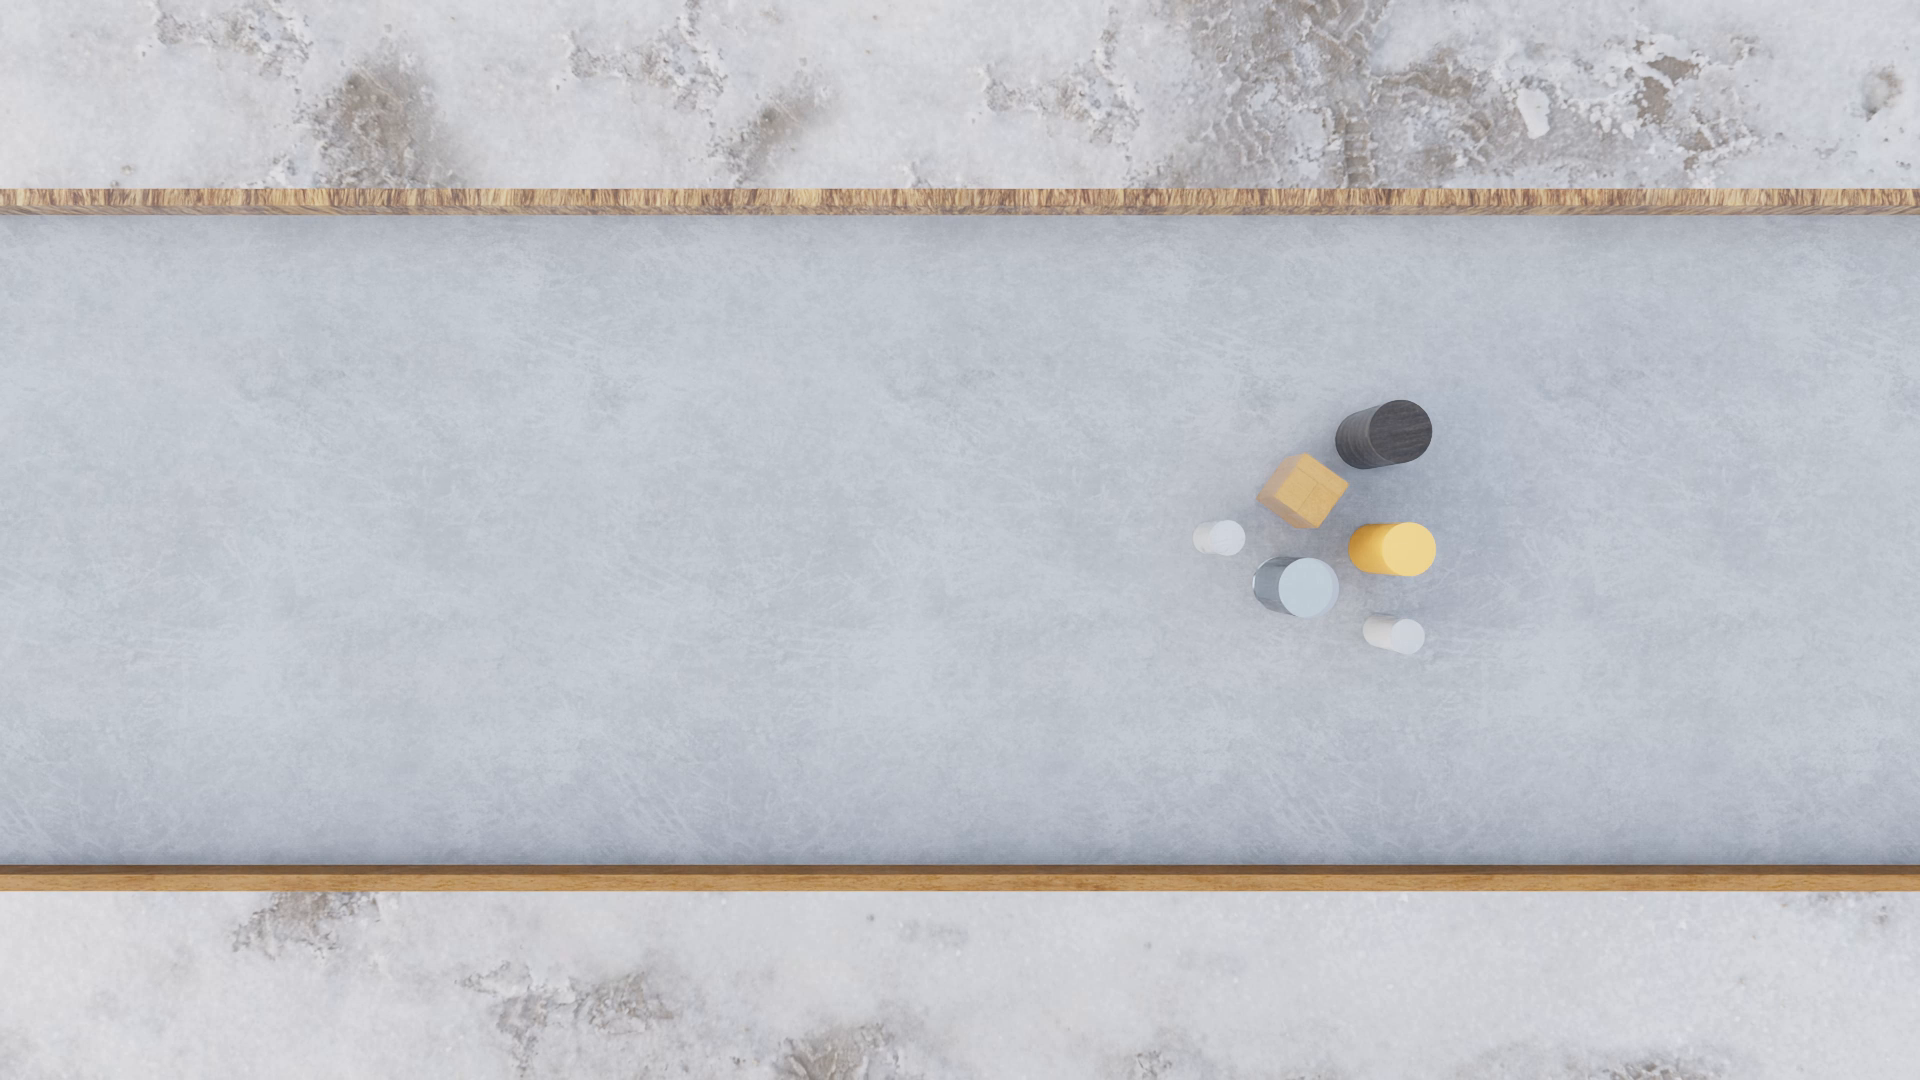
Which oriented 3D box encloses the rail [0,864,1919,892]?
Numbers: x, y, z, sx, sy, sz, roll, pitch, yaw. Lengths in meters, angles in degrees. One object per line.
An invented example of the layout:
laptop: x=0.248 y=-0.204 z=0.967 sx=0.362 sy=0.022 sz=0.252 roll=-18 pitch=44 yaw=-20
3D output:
rail: x=-2.247 y=1.025 z=5.001 sx=12.000 sy=0.150 sz=0.050 roll=0 pitch=90 yaw=0

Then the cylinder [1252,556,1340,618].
cylinder: x=0.986 y=0.136 z=4.868 sx=0.172 sy=0.417 sz=0.172 roll=0 pitch=90 yaw=0

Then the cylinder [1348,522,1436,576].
cylinder: x=1.272 y=0.026 z=4.873 sx=0.153 sy=0.406 sz=0.153 roll=0 pitch=90 yaw=0

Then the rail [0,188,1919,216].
rail: x=-2.247 y=-1.025 z=5.002 sx=12.000 sy=0.150 sz=0.050 roll=0 pitch=90 yaw=0

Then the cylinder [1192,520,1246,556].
cylinder: x=0.768 y=-0.006 z=4.905 sx=0.102 sy=0.343 sz=0.102 roll=0 pitch=90 yaw=0

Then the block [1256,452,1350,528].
block: x=1.017 y=-0.144 z=4.921 sx=0.156 sy=0.312 sz=0.156 roll=36 pitch=90 yaw=0

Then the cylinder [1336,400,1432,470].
cylinder: x=1.244 y=-0.307 z=4.866 sx=0.179 sy=0.421 sz=0.179 roll=0 pitch=90 yaw=0

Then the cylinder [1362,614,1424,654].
cylinder: x=1.290 y=0.279 z=4.917 sx=0.101 sy=0.318 sz=0.101 roll=0 pitch=90 yaw=0
